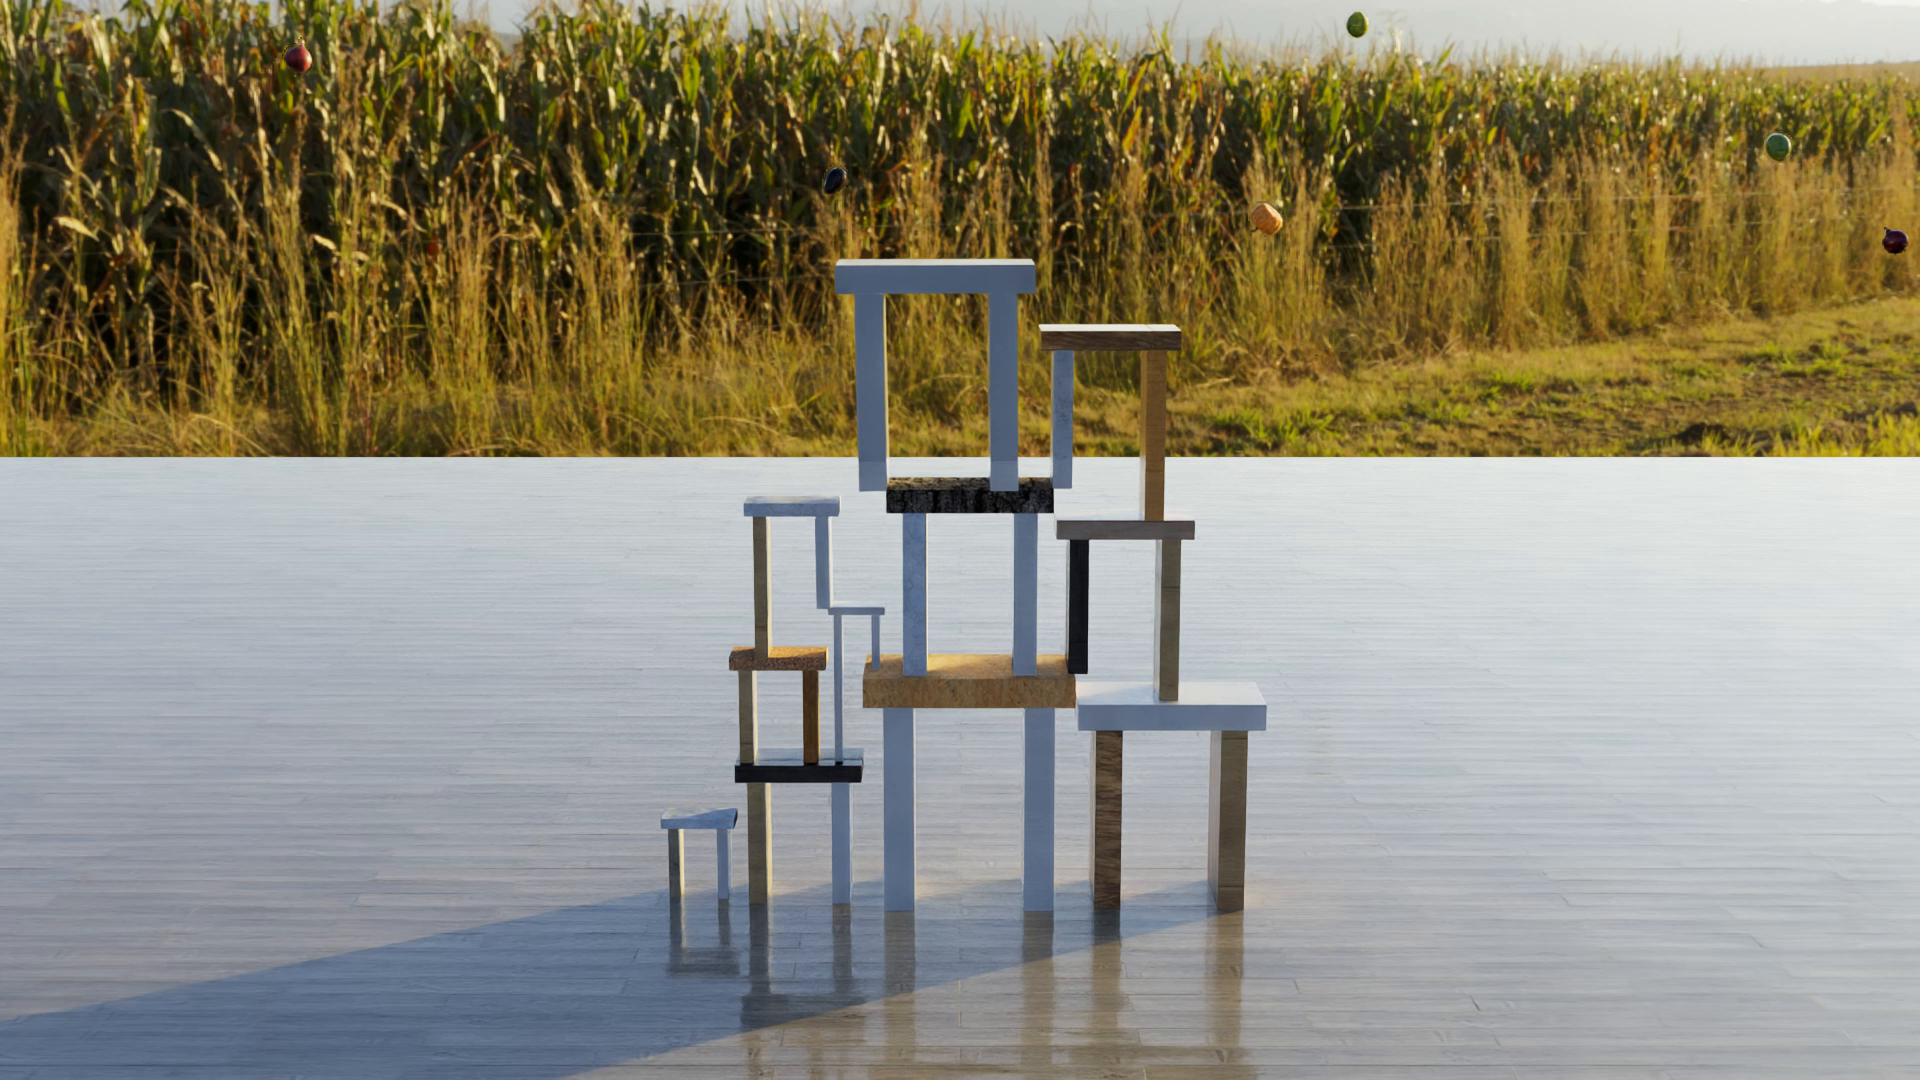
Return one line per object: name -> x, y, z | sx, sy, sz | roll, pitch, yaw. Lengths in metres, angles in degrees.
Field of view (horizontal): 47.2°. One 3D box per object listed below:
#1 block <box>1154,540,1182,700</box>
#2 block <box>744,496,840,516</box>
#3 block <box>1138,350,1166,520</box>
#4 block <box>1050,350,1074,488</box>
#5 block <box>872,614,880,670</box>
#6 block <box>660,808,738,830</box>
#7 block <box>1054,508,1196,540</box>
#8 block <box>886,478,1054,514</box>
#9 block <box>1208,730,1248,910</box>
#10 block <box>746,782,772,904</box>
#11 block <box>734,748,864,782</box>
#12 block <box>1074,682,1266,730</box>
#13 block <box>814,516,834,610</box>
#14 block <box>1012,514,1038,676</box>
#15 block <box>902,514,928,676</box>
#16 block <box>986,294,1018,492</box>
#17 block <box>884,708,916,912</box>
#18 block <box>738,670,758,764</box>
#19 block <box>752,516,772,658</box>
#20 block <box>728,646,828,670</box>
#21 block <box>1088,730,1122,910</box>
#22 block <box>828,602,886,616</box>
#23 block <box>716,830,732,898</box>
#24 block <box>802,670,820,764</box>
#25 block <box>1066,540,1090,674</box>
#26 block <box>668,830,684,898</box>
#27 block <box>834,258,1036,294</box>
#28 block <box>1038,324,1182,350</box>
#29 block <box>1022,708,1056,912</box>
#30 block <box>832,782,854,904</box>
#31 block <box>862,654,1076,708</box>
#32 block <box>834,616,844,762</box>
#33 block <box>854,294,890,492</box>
block -> 0.337, 0.120, 3.585 | 0.031, 0.265, 0.110 | 0, 11, 0
block -> -0.270, -0.055, 3.548 | 0.151, 0.021, 0.076 | 0, 11, 0
block -> 0.309, -0.174, 3.529 | 0.031, 0.271, 0.110 | 0, 11, 0
block -> 0.163, -0.199, 3.524 | 0.031, 0.220, 0.110 | 0, 11, 0
block -> -0.137, 0.162, 3.587 | 0.013, 0.092, 0.046 | 0, 11, 0
block -> -0.432, 0.462, 3.650 | 0.121, 0.017, 0.060 | 0, 11, 0
block -> 0.264, -0.026, 3.558 | 0.220, 0.031, 0.110 | 0, 11, 0
block -> 0.016, -0.073, 3.547 | 0.265, 0.038, 0.133 | 0, 11, 0
block -> 0.442, 0.442, 3.640 | 0.043, 0.302, 0.151 | 0, 11, 0
block -> -0.333, 0.488, 3.654 | 0.029, 0.206, 0.103 | 0, 11, 0
block -> -0.264, 0.372, 3.633 | 0.206, 0.029, 0.103 | 0, 11, 0
block -> 0.341, 0.272, 3.608 | 0.302, 0.043, 0.151 | 0, 11, 0
block -> -0.220, 0.030, 3.564 | 0.021, 0.151, 0.076 | 0, 10, 1
block -> 0.104, 0.076, 3.575 | 0.038, 0.266, 0.133 | 0, 11, 0
block -> -0.072, 0.076, 3.575 | 0.038, 0.265, 0.133 | 0, 11, 0
block -> 0.067, -0.244, 3.515 | 0.044, 0.310, 0.155 | -1, 11, -1
block -> -0.099, 0.422, 3.640 | 0.048, 0.341, 0.171 | 0, 11, 0
block -> -0.348, 0.281, 3.616 | 0.022, 0.156, 0.078 | 0, 11, 0
block -> -0.321, 0.070, 3.571 | 0.021, 0.232, 0.076 | 0, 11, 0
block -> -0.296, 0.194, 3.600 | 0.156, 0.022, 0.078 | 0, 11, 0
block -> 0.241, 0.442, 3.640 | 0.043, 0.302, 0.151 | 0, 11, 0
block -> -0.167, 0.111, 3.578 | 0.092, 0.013, 0.046 | 0, 10, 0
block -> -0.392, 0.530, 3.663 | 0.017, 0.121, 0.060 | 0, 11, 0
block -> -0.245, 0.281, 3.616 | 0.022, 0.156, 0.078 | 0, 11, 0
block -> 0.191, 0.098, 3.581 | 0.031, 0.220, 0.110 | 0, 11, 0
block -> -0.473, 0.530, 3.663 | 0.017, 0.121, 0.060 | 0, 11, 0
block -> -0.039, -0.418, 3.484 | 0.310, 0.044, 0.155 | 0, 11, -1
block -> 0.237, -0.322, 3.501 | 0.220, 0.031, 0.110 | 0, 11, -1
block -> 0.128, 0.422, 3.640 | 0.048, 0.341, 0.171 | 0, 11, 0
block -> -0.195, 0.488, 3.654 | 0.029, 0.206, 0.103 | 0, 11, 0
block -> 0.015, 0.231, 3.604 | 0.341, 0.048, 0.171 | 0, 11, 0
block -> -0.198, 0.238, 3.601 | 0.013, 0.246, 0.046 | 0, 10, 0
block -> -0.140, -0.243, 3.514 | 0.044, 0.310, 0.155 | -1, 11, 0
